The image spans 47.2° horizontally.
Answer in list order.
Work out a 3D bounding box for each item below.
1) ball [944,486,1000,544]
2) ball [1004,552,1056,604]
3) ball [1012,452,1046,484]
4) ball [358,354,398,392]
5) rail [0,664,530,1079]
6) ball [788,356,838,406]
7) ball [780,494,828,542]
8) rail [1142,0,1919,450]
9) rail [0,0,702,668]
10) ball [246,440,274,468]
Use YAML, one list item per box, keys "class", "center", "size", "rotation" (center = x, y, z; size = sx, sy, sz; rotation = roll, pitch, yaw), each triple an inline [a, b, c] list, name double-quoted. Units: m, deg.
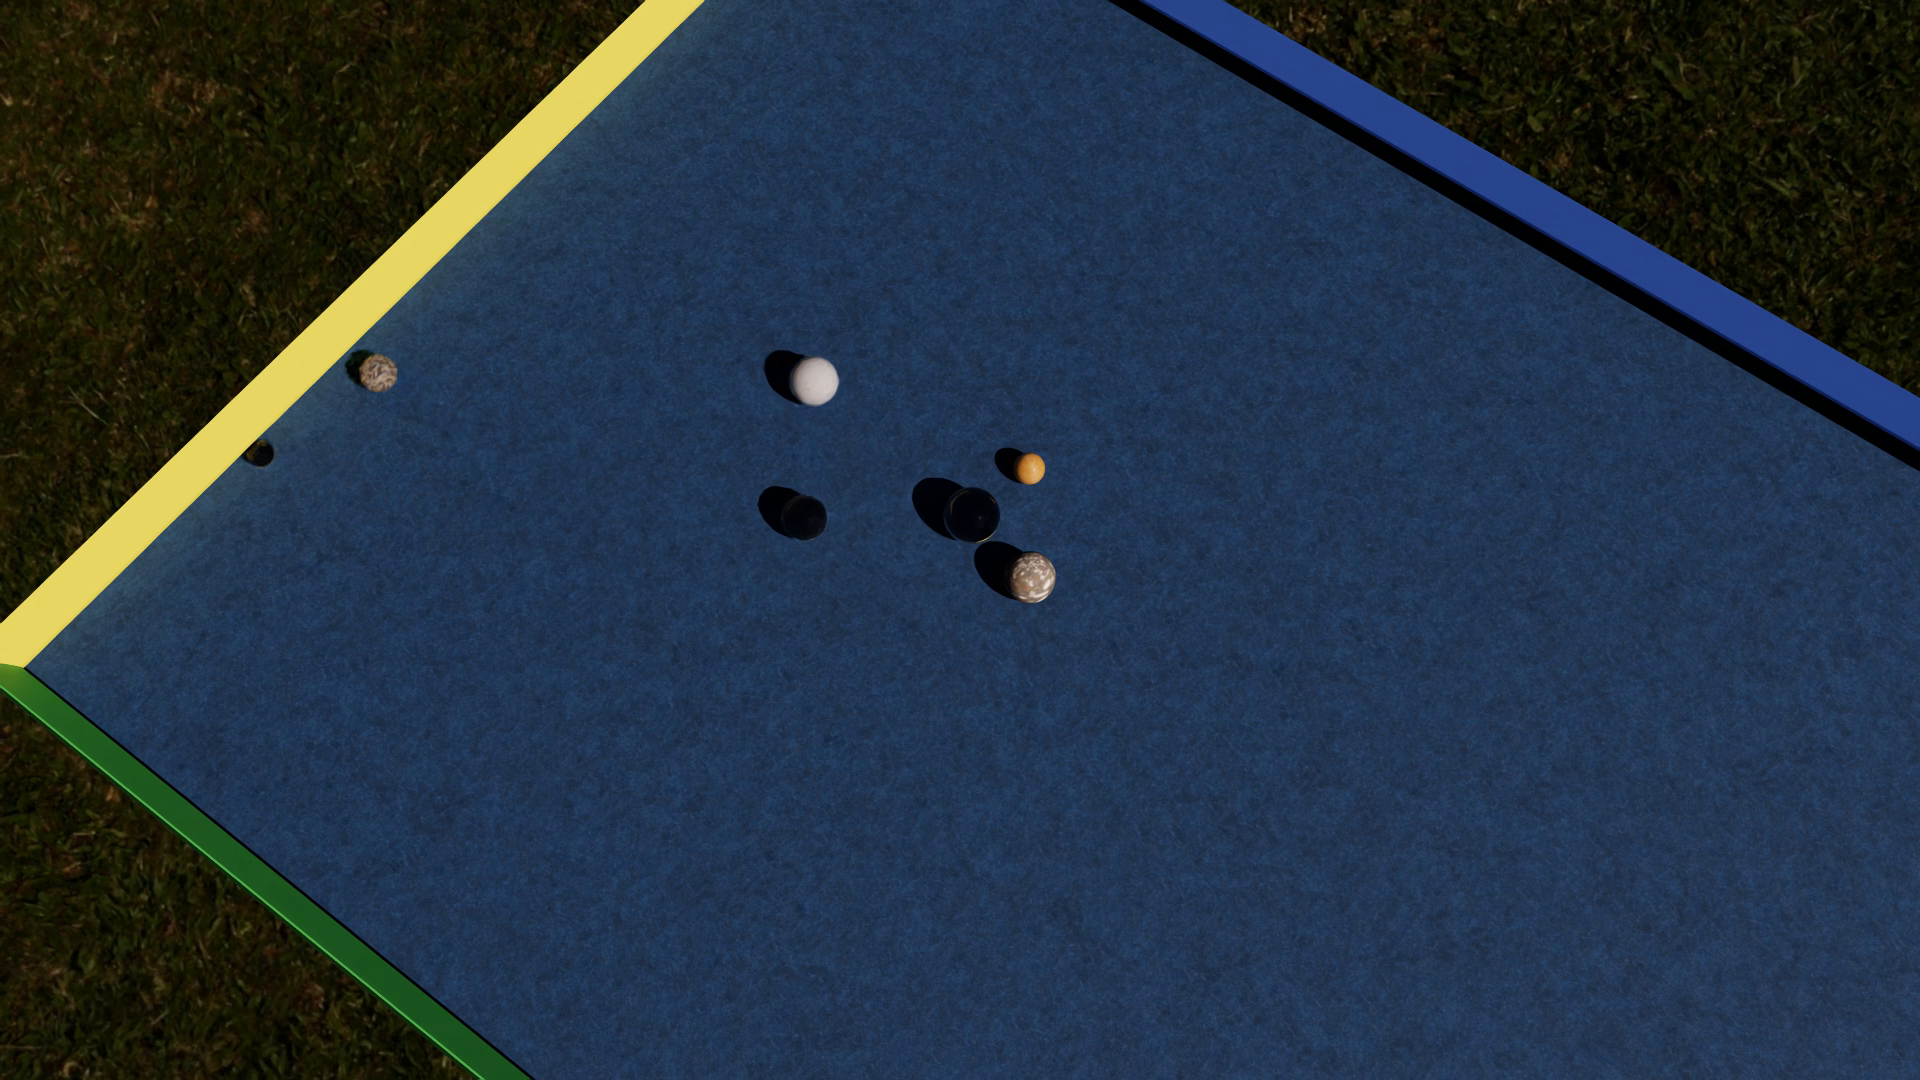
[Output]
- class: "ball"
  center: [0.019, -0.041, 3.613]
  size: [0.094, 0.094, 0.094]
  rotation: [0, 64, 0]
- class: "ball"
  center: [0.113, 0.061, 3.568]
  size: [0.085, 0.085, 0.085]
  rotation: [0, 64, 0]
- class: "ball"
  center: [0.115, -0.119, 3.674]
  size: [0.055, 0.055, 0.055]
  rotation: [0, 64, 0]
- class: "ball"
  center: [-0.992, -0.284, 3.749]
  size: [0.065, 0.065, 0.065]
  rotation: [0, 64, 0]
- class: "rail"
  center: [0.206, 1.366, 2.902]
  size: [4.353, 0.122, 0.045]
  rotation: [34, 68, 15]
- class: "ball"
  center: [-0.248, -0.269, 3.731]
  size: [0.085, 0.085, 0.085]
  rotation: [0, 64, 0]
- class: "ball"
  center: [-0.256, -0.037, 3.620]
  size: [0.078, 0.078, 0.078]
  rotation: [0, 64, 0]
- class: "rail"
  center: [1.533, -0.215, 3.682]
  size: [4.353, 0.122, 0.045]
  rotation: [34, 68, 15]
- class: "rail"
  center: [-0.851, -0.585, 3.865]
  size: [0.045, 0.122, 2.255]
  rotation: [34, 68, 15]
- class: "ball"
  center: [-1.174, -0.144, 3.691]
  size: [0.047, 0.047, 0.047]
  rotation: [0, 64, 0]
